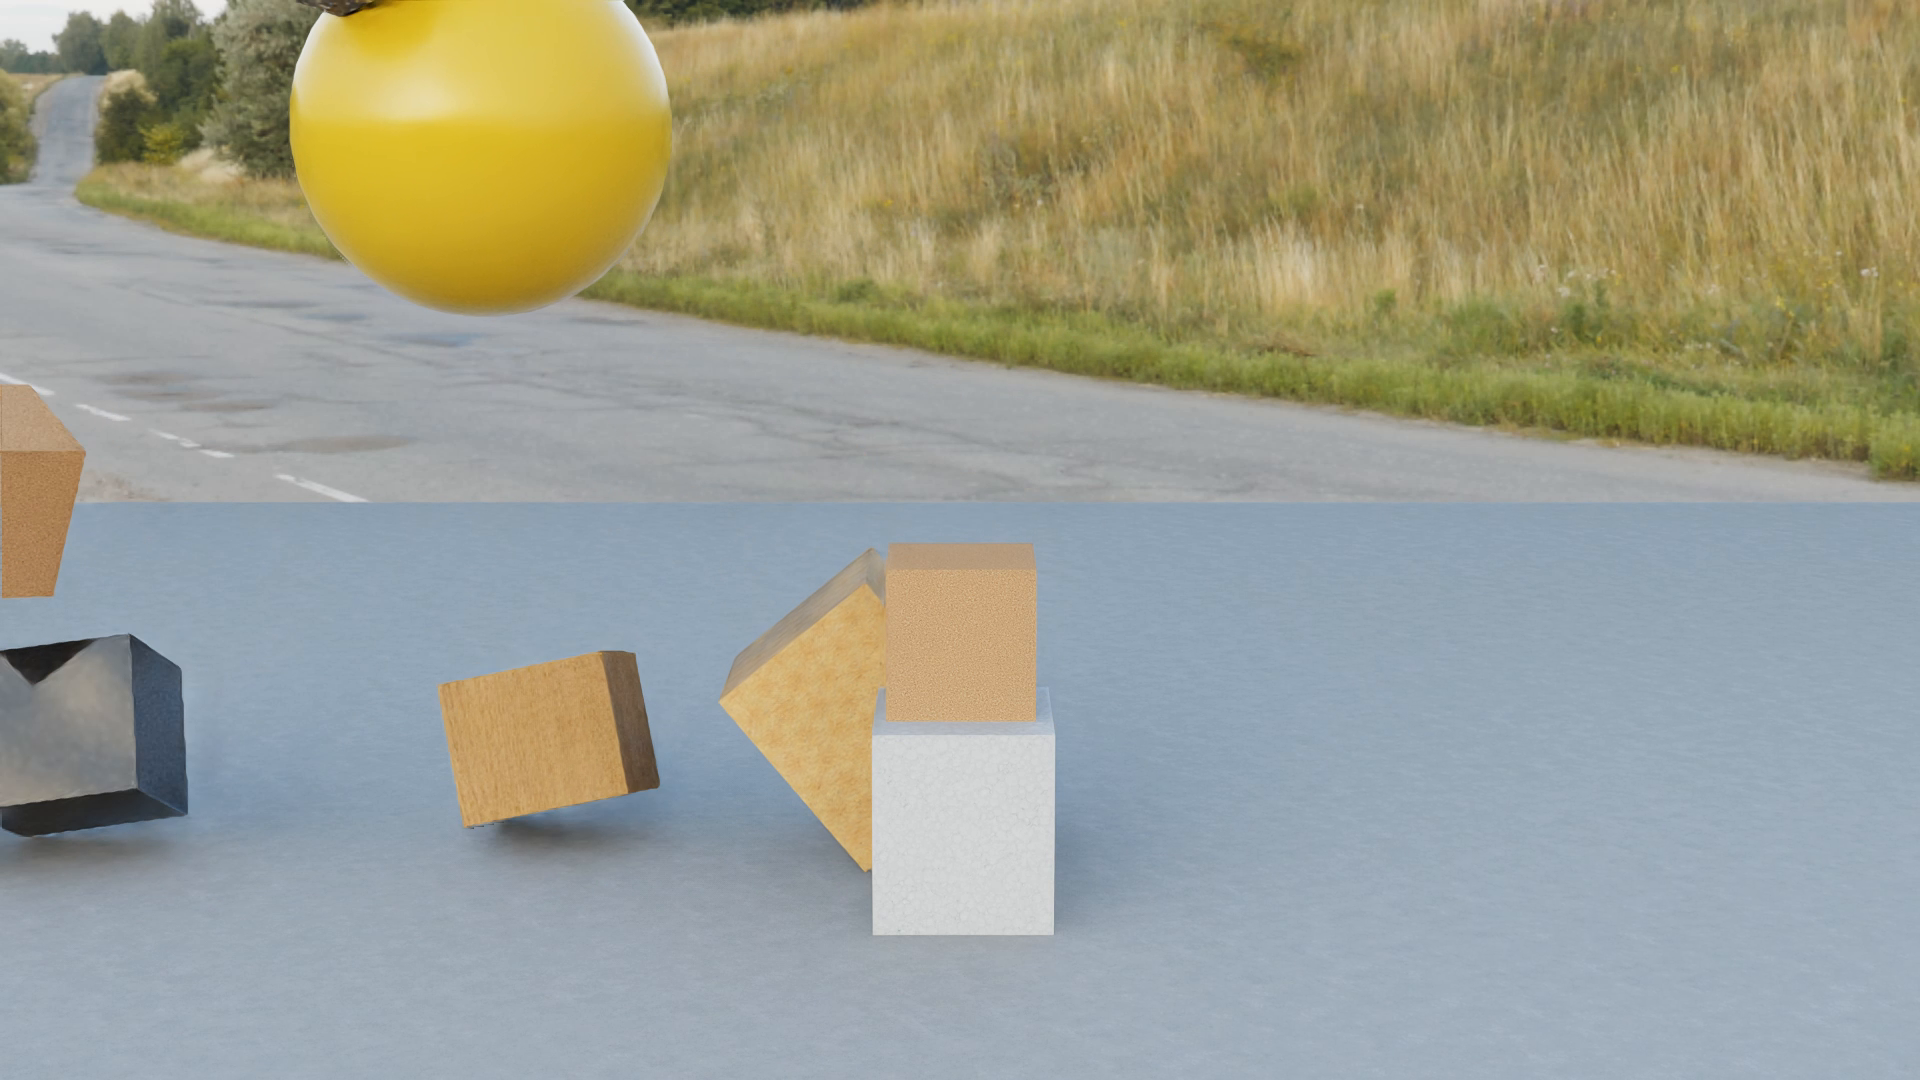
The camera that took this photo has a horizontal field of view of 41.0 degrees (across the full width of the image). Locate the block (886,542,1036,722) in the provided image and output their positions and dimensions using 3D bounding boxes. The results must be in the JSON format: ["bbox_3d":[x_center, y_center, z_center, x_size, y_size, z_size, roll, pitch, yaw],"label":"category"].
[{"bbox_3d":[0.004,0.384,10.908,0.623,0.643,0.610,0,10,0],"label":"block"}]

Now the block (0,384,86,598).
[{"bbox_3d":[-4.274,-0.212,10.958,0.721,0.713,0.624,-2,31,-44],"label":"block"}]

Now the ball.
[{"bbox_3d":[-2.019,-1.745,10.863,1.600,1.600,1.600,0,10,0],"label":"ball"}]

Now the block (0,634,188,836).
[{"bbox_3d":[-4.032,0.900,11.702,0.770,0.706,0.726,-8,-15,-1],"label":"block"}]

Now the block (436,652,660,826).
[{"bbox_3d":[-1.897,0.915,11.902,0.774,0.654,0.663,-12,-4,5],"label":"block"}]

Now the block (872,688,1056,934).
[{"bbox_3d":[0.014,1.139,10.930,0.747,0.849,0.833,0,10,0],"label":"block"}]

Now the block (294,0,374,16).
[{"bbox_3d":[-2.528,-2.444,9.993,0.497,0.533,0.614,-9,-15,44],"label":"block"}]

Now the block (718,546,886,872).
[{"bbox_3d":[-0.418,0.754,11.745,0.841,1.010,0.890,-39,8,6],"label":"block"}]
